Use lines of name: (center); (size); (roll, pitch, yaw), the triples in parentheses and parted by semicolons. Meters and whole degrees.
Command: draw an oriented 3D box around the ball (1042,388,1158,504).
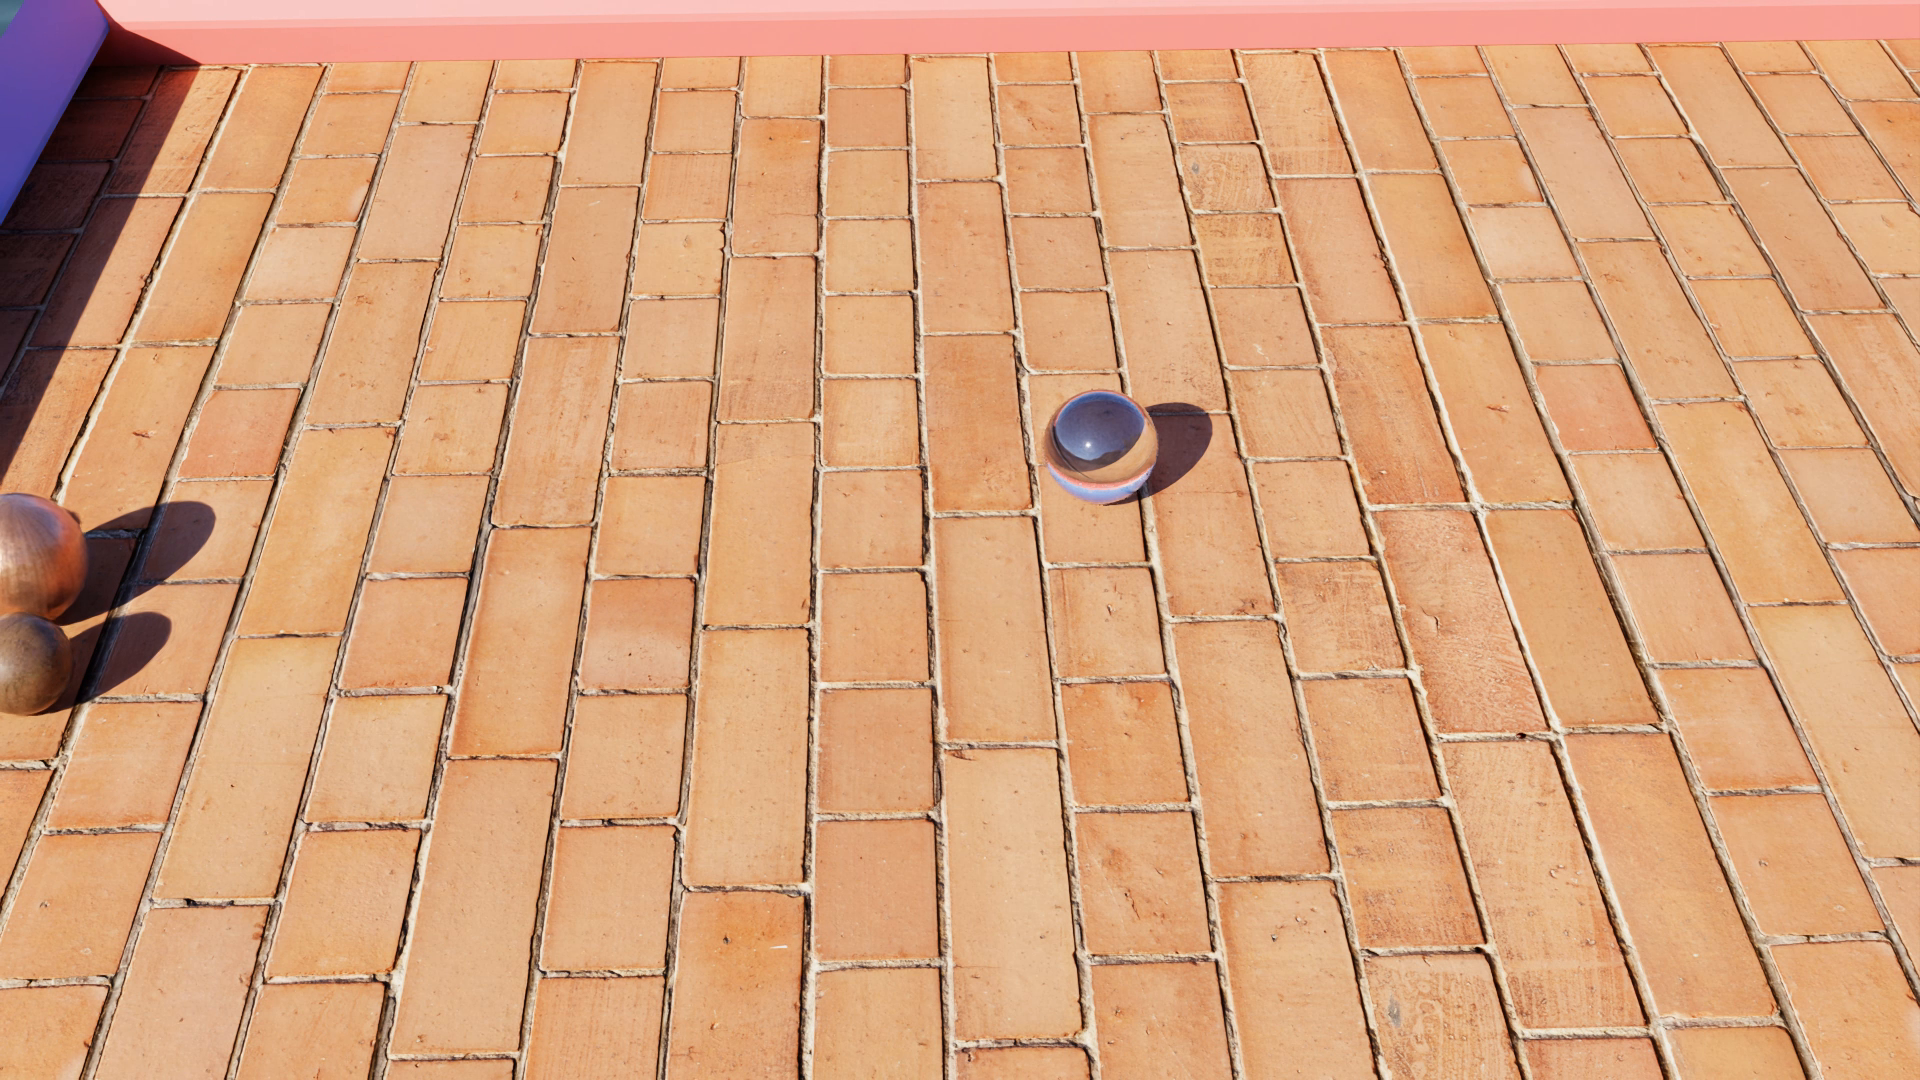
ball: (0.098, -0.065, 1.795); (0.081, 0.081, 0.081); (0, 36, 0)

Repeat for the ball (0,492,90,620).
ball: (-0.616, 0.014, 1.677); (0.089, 0.089, 0.089); (0, 36, 0)

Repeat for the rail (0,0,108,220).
rail: (-0.764, 0.002, 1.669); (0.045, 0.116, 1.696); (-1, 36, -2)

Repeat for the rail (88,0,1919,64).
rail: (0.759, -0.509, 2.382); (3.154, 0.116, 0.045); (-1, 36, -2)

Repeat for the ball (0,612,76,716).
ball: (-0.589, 0.078, 1.609); (0.065, 0.065, 0.065); (0, 36, 0)
